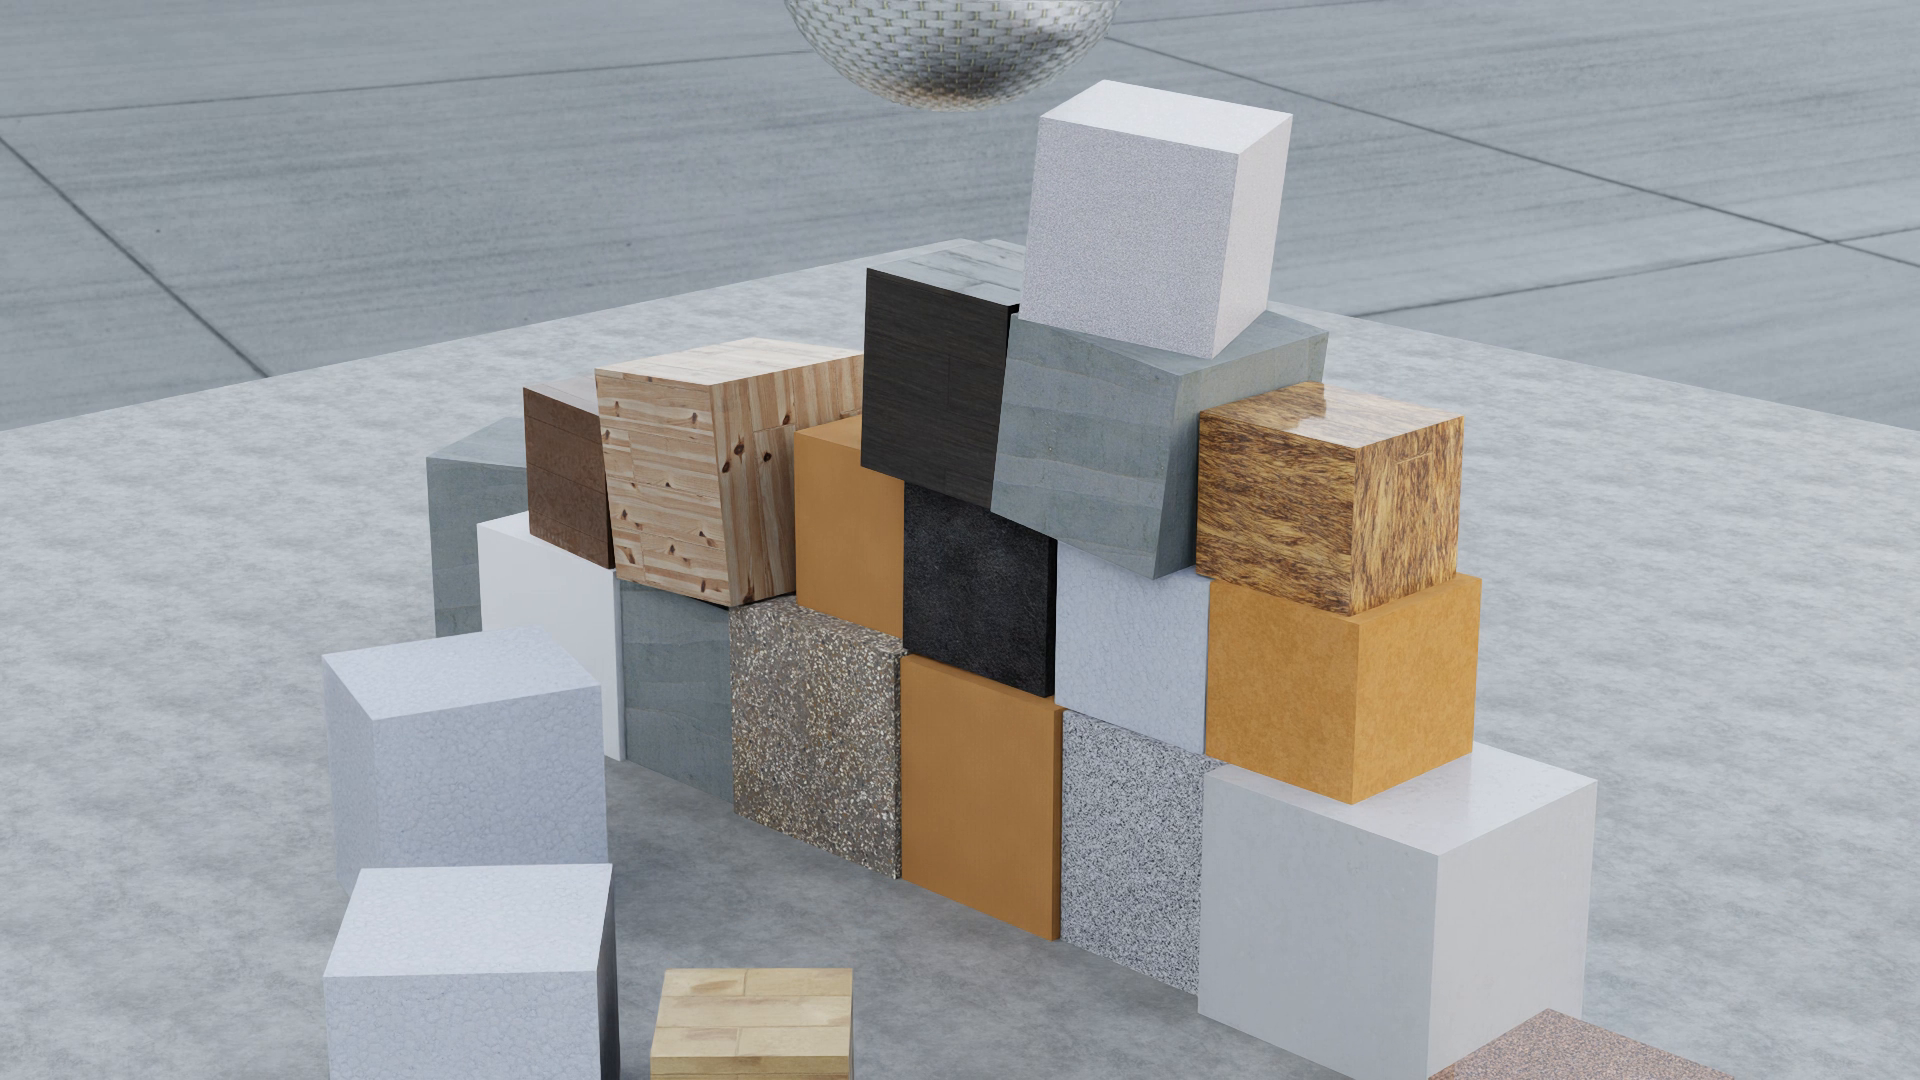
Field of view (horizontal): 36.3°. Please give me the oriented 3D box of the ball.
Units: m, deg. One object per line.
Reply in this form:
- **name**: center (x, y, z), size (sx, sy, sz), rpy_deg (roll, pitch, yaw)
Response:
- **ball**: center (-0.031, -2.628, 12.483), size (1.600, 1.600, 1.600), rpy_deg (0, 17, 0)

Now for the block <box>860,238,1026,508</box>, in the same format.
- **block**: center (0.159, -0.738, 12.810), size (0.814, 0.901, 0.829), rpy_deg (19, 25, 39)

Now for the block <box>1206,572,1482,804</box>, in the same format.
- **block**: center (1.554, 0.518, 11.904), size (0.801, 0.749, 0.751), rpy_deg (-17, 24, -42)

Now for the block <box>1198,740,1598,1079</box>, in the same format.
- **block**: center (1.769, 1.458, 11.933), size (1.067, 1.062, 1.156), rpy_deg (-17, 24, -42)

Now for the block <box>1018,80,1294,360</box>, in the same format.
- **block**: center (0.805, -1.329, 12.026), size (0.829, 0.847, 0.789), rpy_deg (13, 24, 18)

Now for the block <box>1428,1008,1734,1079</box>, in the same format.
- **block**: center (2.152, 2.186, 10.251), size (0.760, 0.683, 0.745), rpy_deg (16, 24, 41)

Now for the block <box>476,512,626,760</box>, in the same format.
- **block**: center (-1.783, 0.417, 15.342), size (0.937, 1.005, 1.134), rpy_deg (-17, 24, -42)

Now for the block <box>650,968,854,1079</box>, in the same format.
- **block**: center (-0.759, 2.022, 10.926), size (0.711, 0.590, 0.718), rpy_deg (0, 17, -1)

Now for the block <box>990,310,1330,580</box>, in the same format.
- **block**: center (0.833, -0.495, 12.278), size (0.883, 0.875, 1.011), rpy_deg (24, 28, 37)

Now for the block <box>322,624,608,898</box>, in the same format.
- **block**: center (-2.205, 1.087, 13.077), size (1.008, 1.084, 0.902), rpy_deg (-8, 19, -24)

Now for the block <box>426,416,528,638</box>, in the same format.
- **block**: center (-2.319, -0.020, 16.611), size (1.015, 1.078, 0.913), rpy_deg (6, 19, 19)

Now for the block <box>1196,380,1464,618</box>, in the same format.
- **block**: center (1.478, -0.181, 11.748), size (0.697, 0.678, 0.779), rpy_deg (-17, 24, -42)

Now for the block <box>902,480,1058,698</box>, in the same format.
- **block**: center (0.316, 0.115, 13.013), size (0.861, 0.815, 0.742), rpy_deg (18, 25, 41)

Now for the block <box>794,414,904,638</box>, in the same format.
- **block**: center (-0.223, -0.099, 13.627), size (0.775, 0.839, 0.761), rpy_deg (16, 24, 42)

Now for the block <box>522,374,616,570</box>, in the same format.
- **block**: center (-1.651, -0.392, 14.941), size (0.837, 0.781, 0.763), rpy_deg (-13, 22, -36)

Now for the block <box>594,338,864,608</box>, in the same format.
- **block**: center (-1.055, -0.354, 14.215), size (0.937, 1.051, 1.004), rpy_deg (-14, 16, -36)

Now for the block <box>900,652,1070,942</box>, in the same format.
- **block**: center (0.402, 1.038, 13.254), size (0.948, 1.072, 0.943), rpy_deg (-17, 24, -42)

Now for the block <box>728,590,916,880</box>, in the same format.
- **block**: center (-0.354, 0.812, 13.943), size (1.118, 1.090, 0.966), rpy_deg (16, 24, 42)

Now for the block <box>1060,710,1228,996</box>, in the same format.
- **block**: center (1.062, 1.236, 12.639), size (0.885, 1.063, 0.880), rpy_deg (-17, 24, -42)

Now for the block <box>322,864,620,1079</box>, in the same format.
- **block**: center (-1.810, 1.828, 11.053), size (0.970, 0.884, 0.951), rpy_deg (-1, 17, -3)

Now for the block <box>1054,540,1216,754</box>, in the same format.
- **block**: center (0.974, 0.356, 12.424), size (0.818, 0.735, 0.783), rpy_deg (17, 24, 41)

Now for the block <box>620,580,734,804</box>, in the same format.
- **block**: center (-1.059, 0.639, 14.657), size (0.872, 0.992, 0.900), rpy_deg (-17, 24, -42)
